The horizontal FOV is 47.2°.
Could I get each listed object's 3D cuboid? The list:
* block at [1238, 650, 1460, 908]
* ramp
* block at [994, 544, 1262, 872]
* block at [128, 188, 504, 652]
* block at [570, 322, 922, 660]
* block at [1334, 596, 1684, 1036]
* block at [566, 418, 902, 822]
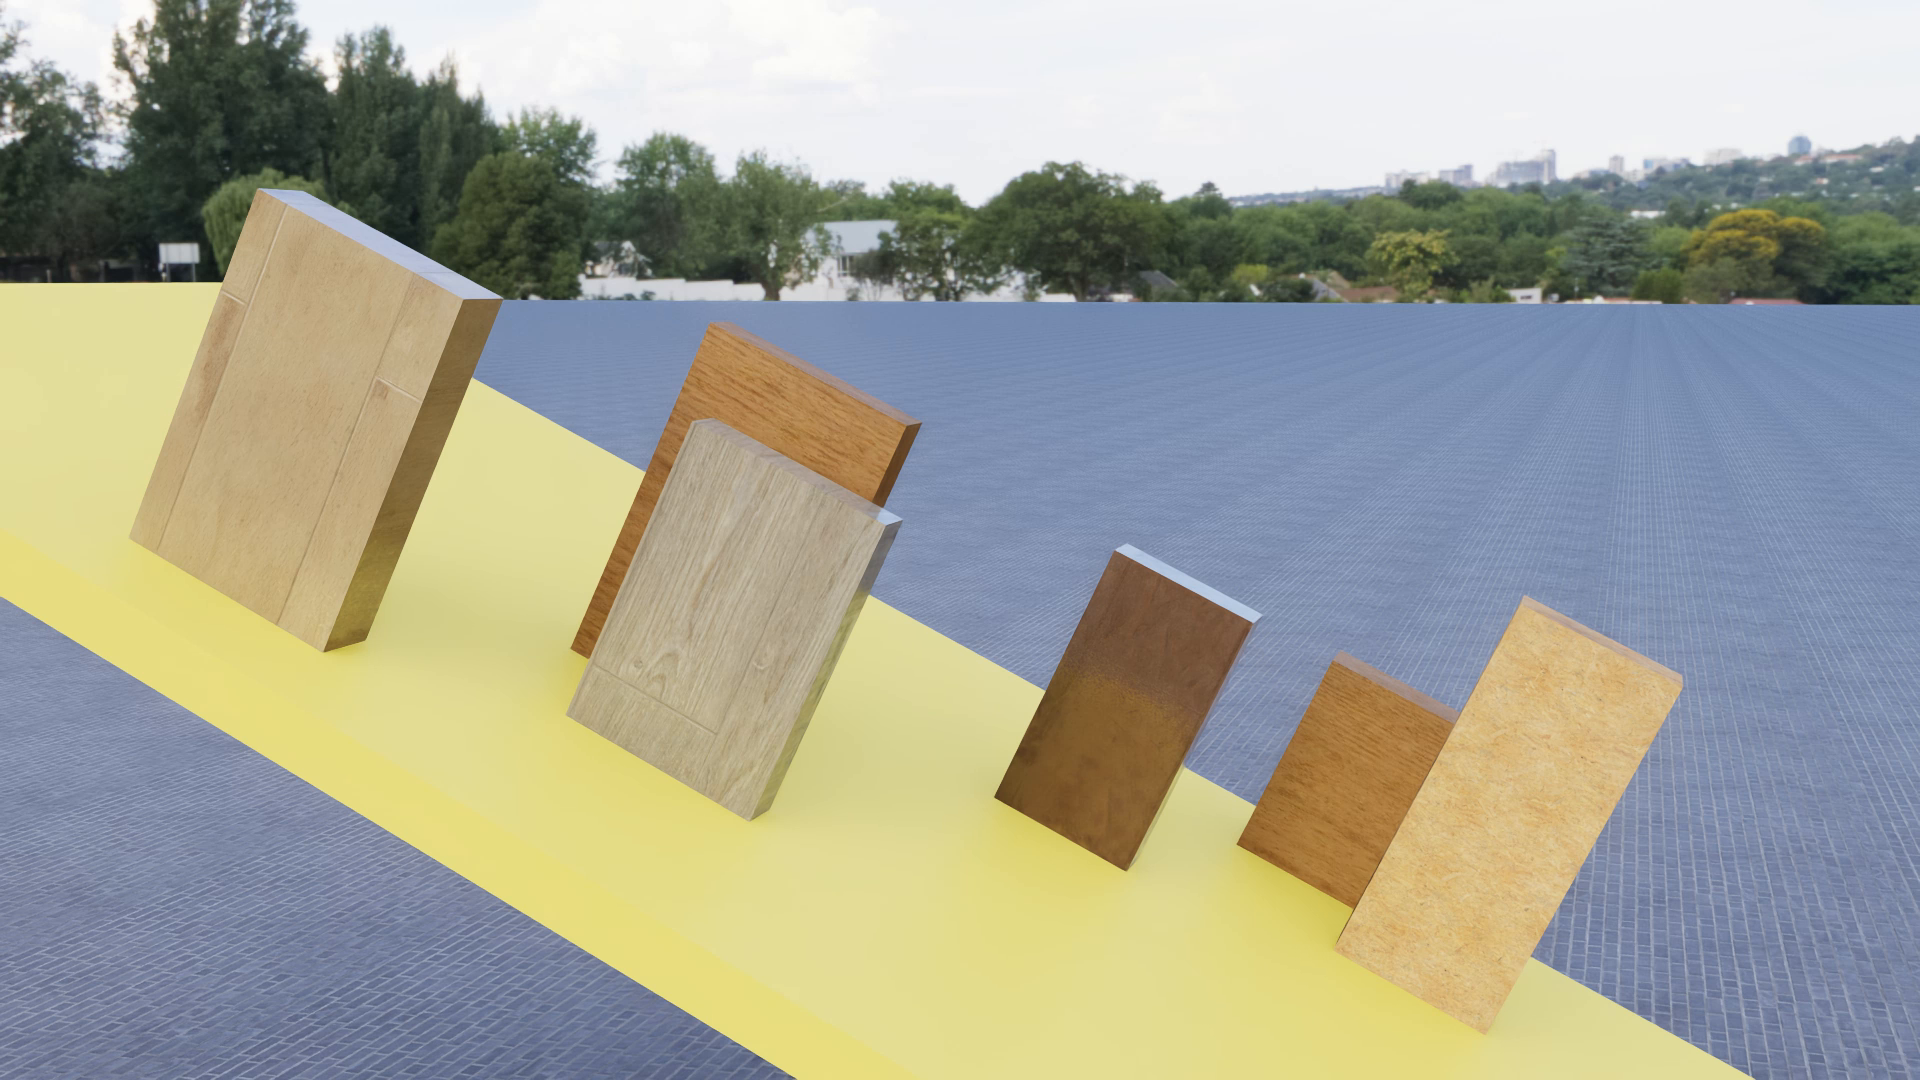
[{"bbox_3d":[0.876,0.534,4.611,0.417,0.449,0.132,28,14,12],"label":"block"},{"bbox_3d":[-0.255,0.433,4.165,4.000,0.100,2.000,28,14,12],"label":"ramp"},{"bbox_3d":[0.320,0.321,4.223,0.294,0.547,0.107,28,14,12],"label":"block"},{"bbox_3d":[-1.048,-0.194,3.564,0.400,0.628,0.126,28,14,12],"label":"block"},{"bbox_3d":[-0.389,-0.004,3.943,0.403,0.661,0.088,28,14,12],"label":"block"},{"bbox_3d":[1.049,0.530,4.235,0.327,0.776,0.125,28,14,12],"label":"block"},{"bbox_3d":[-0.381,0.132,3.667,0.371,0.559,0.089,28,14,12],"label":"block"}]
